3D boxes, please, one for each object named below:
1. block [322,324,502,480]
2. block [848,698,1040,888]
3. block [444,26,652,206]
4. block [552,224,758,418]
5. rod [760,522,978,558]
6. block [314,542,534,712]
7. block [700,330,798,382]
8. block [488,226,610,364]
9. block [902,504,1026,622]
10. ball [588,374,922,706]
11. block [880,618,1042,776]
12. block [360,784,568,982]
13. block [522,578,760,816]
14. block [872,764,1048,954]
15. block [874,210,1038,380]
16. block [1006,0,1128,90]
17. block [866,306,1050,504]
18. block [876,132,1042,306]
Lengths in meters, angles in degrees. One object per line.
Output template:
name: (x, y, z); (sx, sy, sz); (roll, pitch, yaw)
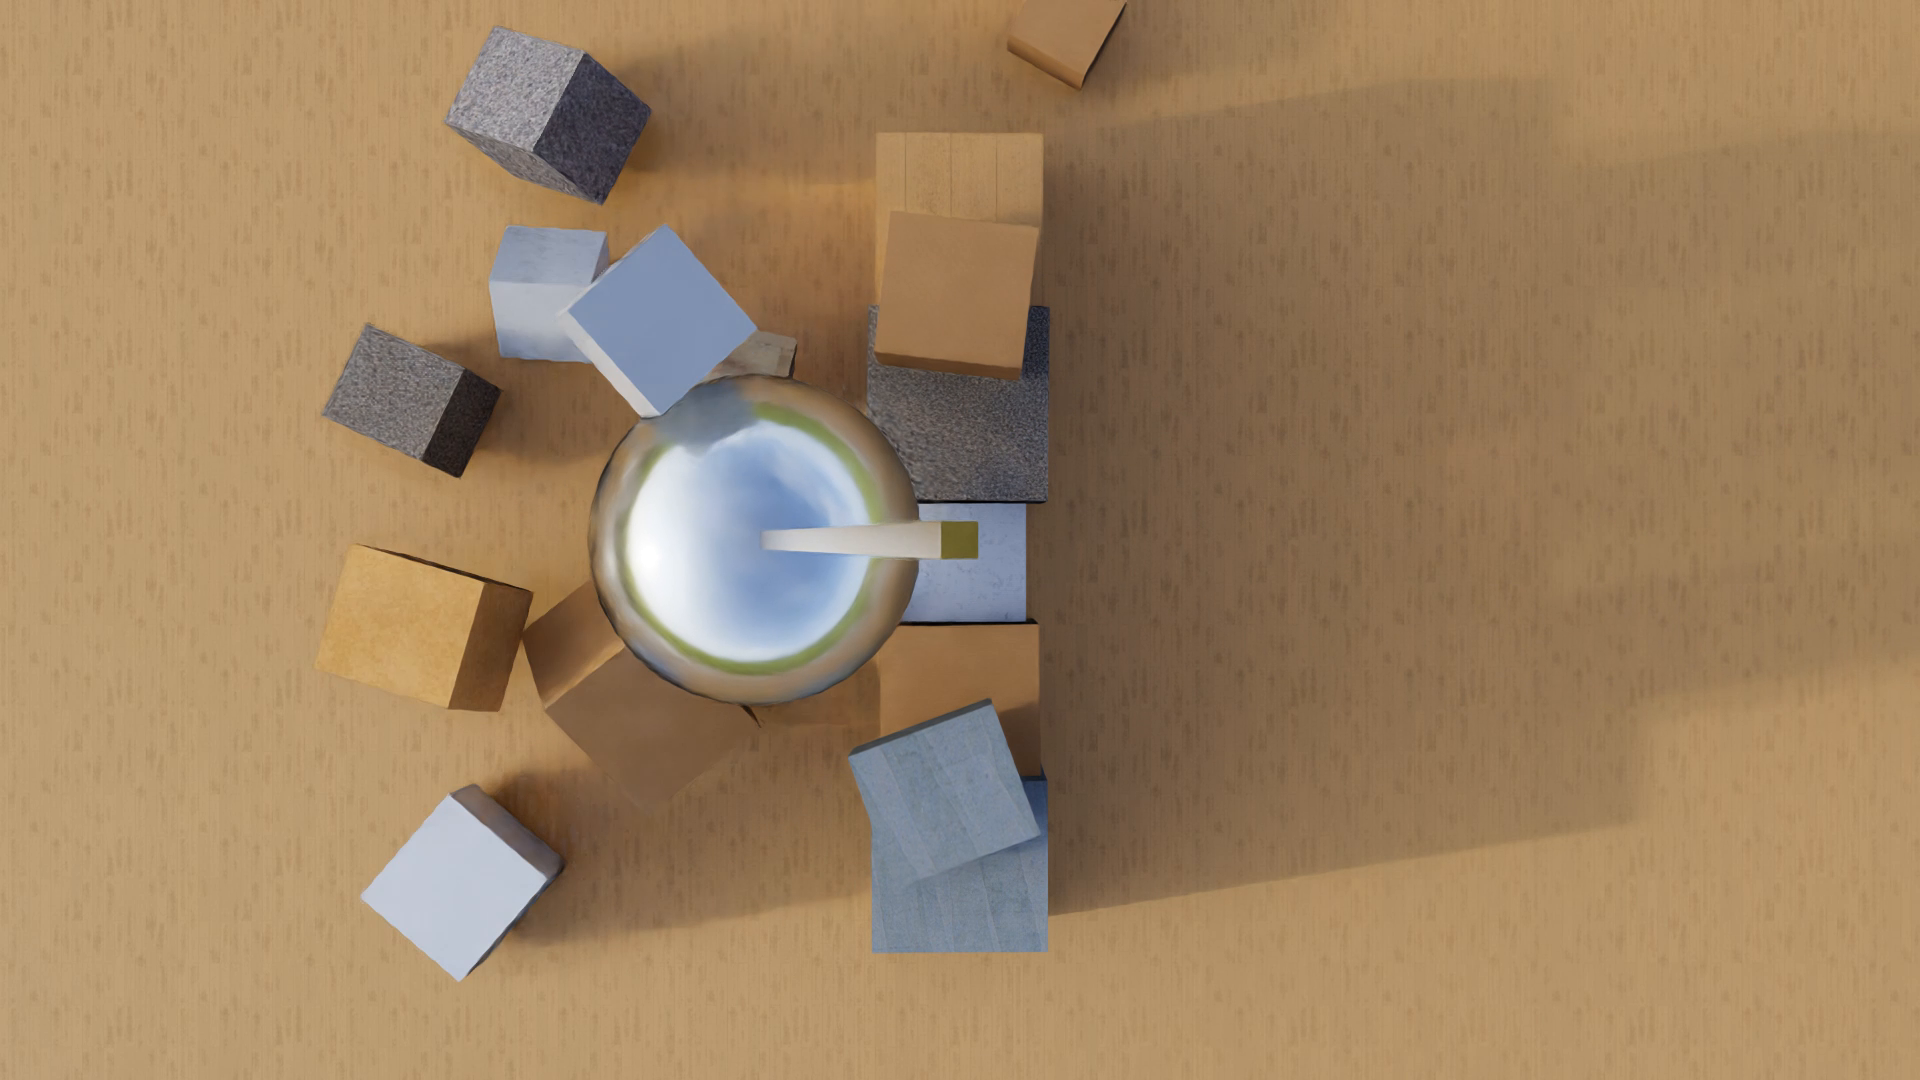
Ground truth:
block: (-3.133, -0.787, 12.616); (0.649, 0.624, 0.576); (24, 86, 10)
block: (-0.083, 1.317, 11.577); (0.793, 0.672, 0.713); (-20, 89, -1)
block: (-2.335, -2.406, 12.487); (0.742, 0.661, 0.629); (22, 82, 33)
block: (-1.403, -0.994, 10.073); (0.592, 0.580, 0.619); (-44, 103, -11)
rod: (-0.426, 0.000, 7.225); (0.080, 5.200, 0.080); (0, 90, -9)
block: (-2.920, 0.487, 12.029); (0.808, 0.674, 0.698); (15, 87, 13)
block: (-1.364, -0.736, 12.529); (0.690, 0.651, 0.764); (13, 64, -2)
block: (-2.334, -1.408, 12.614); (0.572, 0.562, 0.503); (4, 46, 2)
block: (-0.004, 0.125, 12.622); (0.741, 0.756, 0.659); (0, 90, 0)
ball: (-0.982, 0.000, 10.579); (1.600, 1.600, 1.600); (0, 90, 0)
block: (0.000, 0.885, 12.542); (0.877, 0.915, 0.831); (-1, 90, 0)
block: (-2.812, 1.937, 12.548); (0.726, 0.764, 0.744); (41, 88, 0)
block: (-1.807, 0.786, 12.362); (0.800, 0.941, 0.914); (-38, 120, 0)
block: (-0.002, 1.772, 12.458); (0.957, 1.085, 0.928); (0, 90, 0)
block: (-0.019, -1.286, 11.681); (0.767, 0.675, 0.736); (7, 89, 0)
block: (0.618, -2.998, 12.780); (0.502, 0.440, 0.514); (29, 90, 0)
block: (-0.012, -0.749, 12.509); (0.994, 0.982, 1.061); (1, 90, 0)
block: (-0.004, -1.759, 12.530); (0.917, 0.939, 0.949); (0, 90, 0)
